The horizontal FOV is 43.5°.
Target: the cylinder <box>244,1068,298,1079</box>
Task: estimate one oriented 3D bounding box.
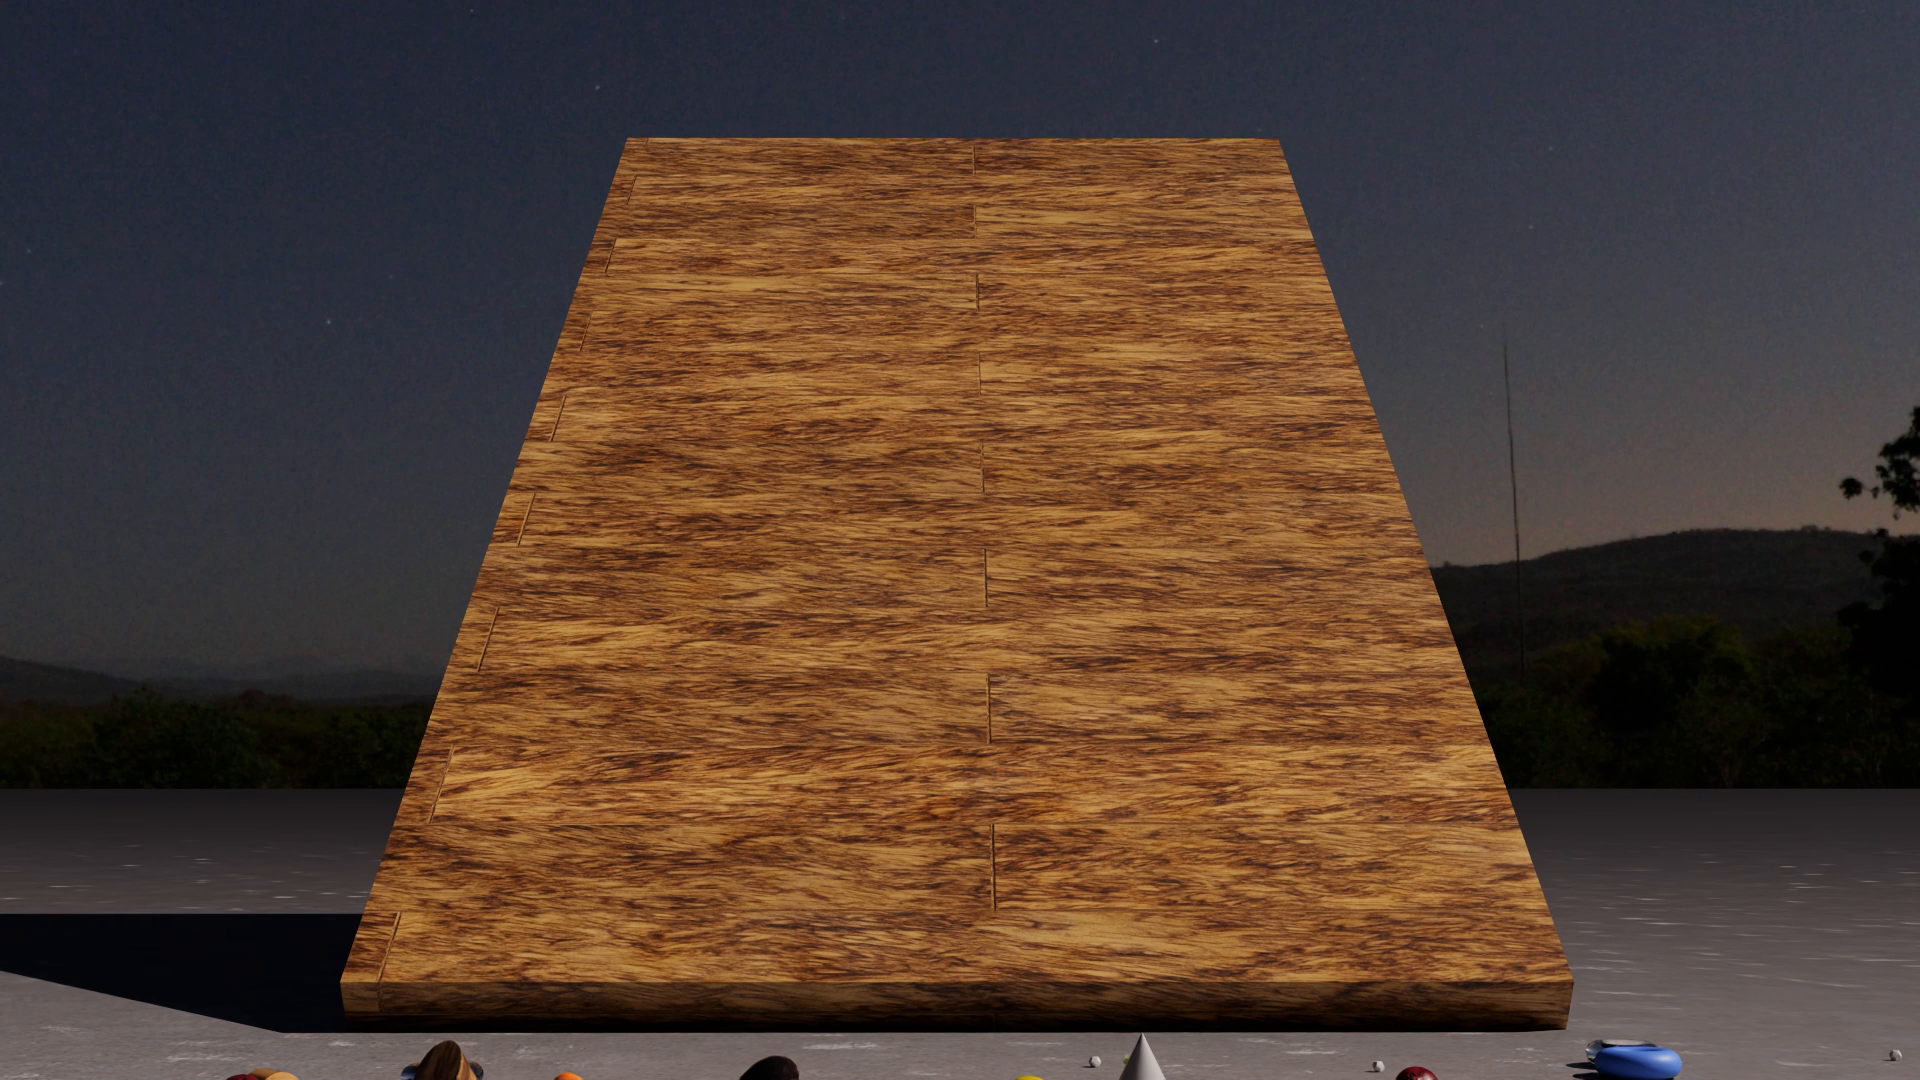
[{"bbox_3d":[-0.839,0.673,2.925,0.055,0.055,0.055,5,-7,-39],"label":"cylinder"}]

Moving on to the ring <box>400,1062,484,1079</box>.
[{"bbox_3d":[-0.682,0.707,3.165,0.108,0.036,0.108,-1,-6,0],"label":"ring"}]

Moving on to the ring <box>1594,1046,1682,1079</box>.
[{"bbox_3d":[0.933,0.720,3.308,0.116,0.039,0.116,0,-7,0],"label":"ring"}]

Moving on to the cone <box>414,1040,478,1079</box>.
[{"bbox_3d":[-0.627,0.692,3.036,0.090,0.090,0.090,-6,-35,44],"label":"cone"}]

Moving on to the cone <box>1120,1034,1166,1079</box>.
[{"bbox_3d":[0.231,0.667,3.038,0.090,0.090,0.090,0,-6,0],"label":"cone"}]

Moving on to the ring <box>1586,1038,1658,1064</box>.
[{"bbox_3d":[0.947,0.735,3.435,0.105,0.035,0.105,0,-5,0],"label":"ring"}]

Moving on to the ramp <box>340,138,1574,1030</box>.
[{"bbox_3d":[-0.012,-0.216,5.666,2.000,0.100,4.000,0,29,0],"label":"ramp"}]
